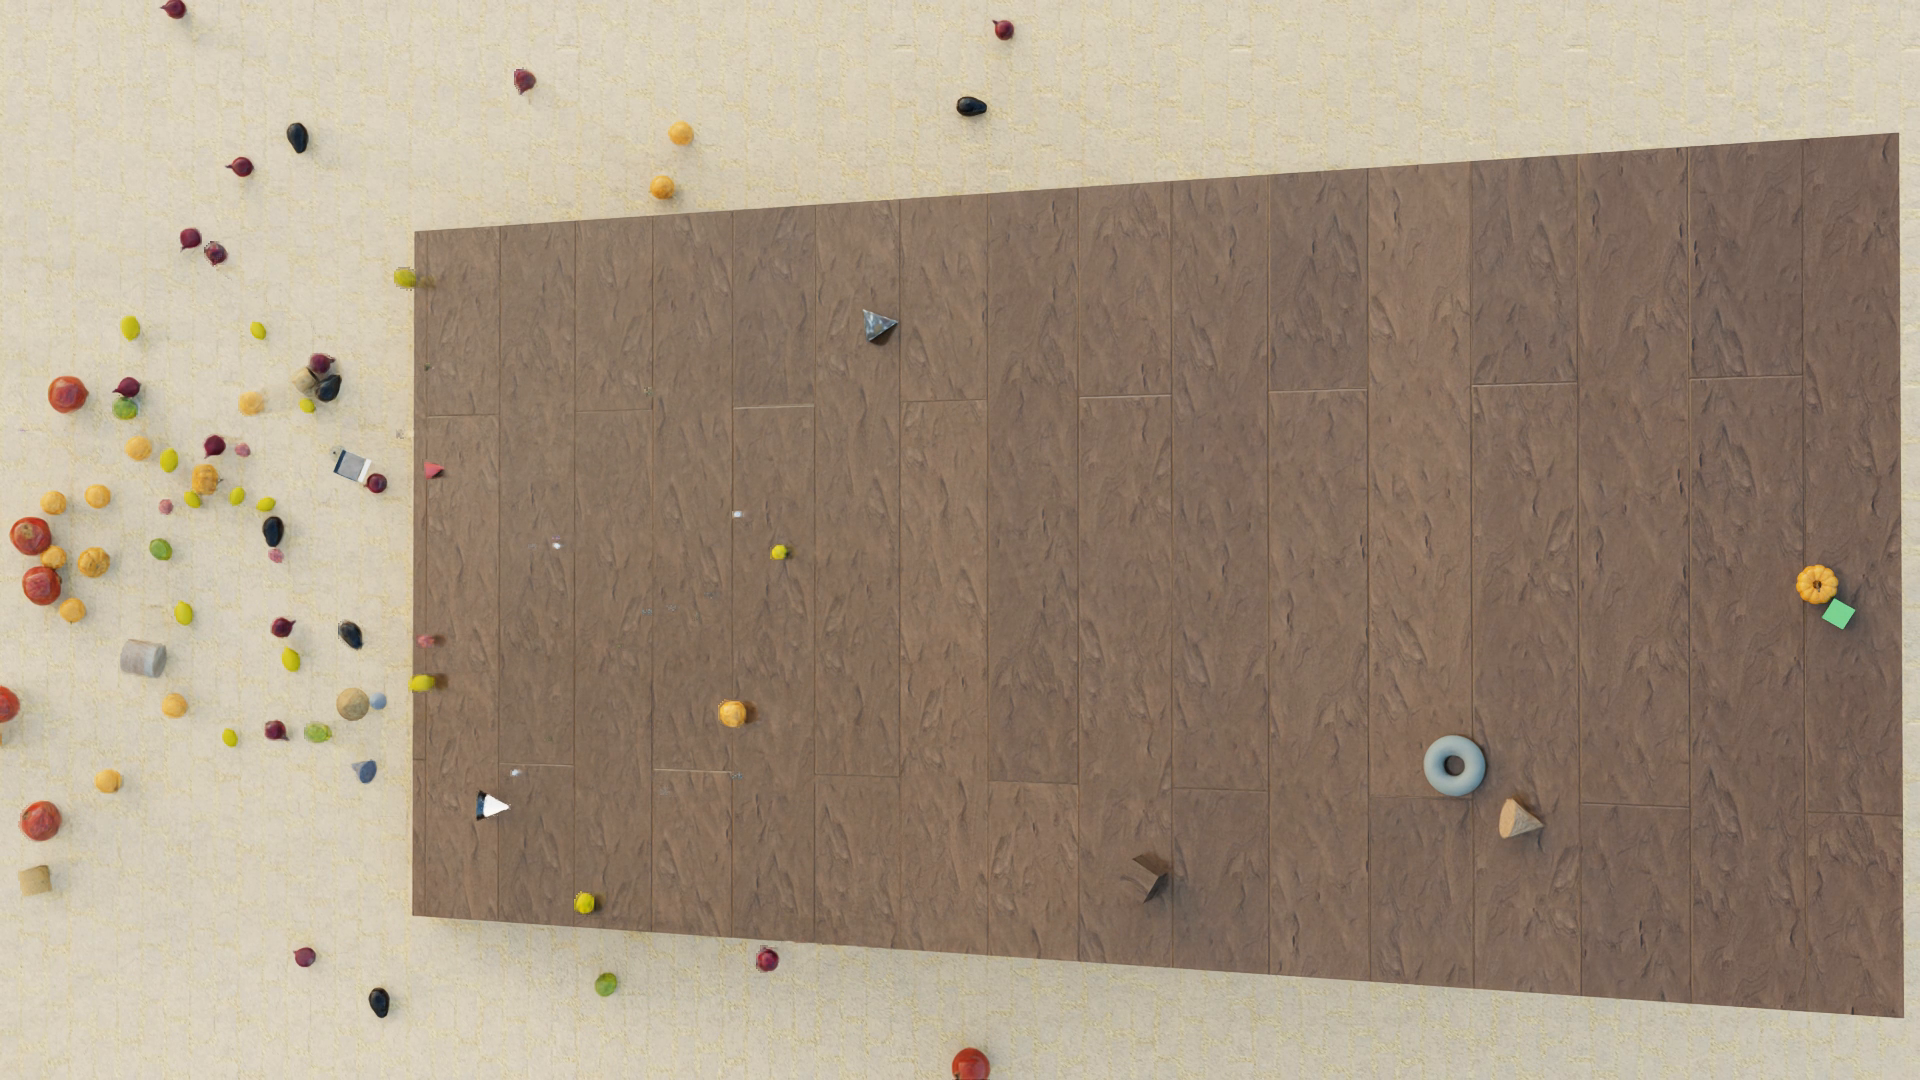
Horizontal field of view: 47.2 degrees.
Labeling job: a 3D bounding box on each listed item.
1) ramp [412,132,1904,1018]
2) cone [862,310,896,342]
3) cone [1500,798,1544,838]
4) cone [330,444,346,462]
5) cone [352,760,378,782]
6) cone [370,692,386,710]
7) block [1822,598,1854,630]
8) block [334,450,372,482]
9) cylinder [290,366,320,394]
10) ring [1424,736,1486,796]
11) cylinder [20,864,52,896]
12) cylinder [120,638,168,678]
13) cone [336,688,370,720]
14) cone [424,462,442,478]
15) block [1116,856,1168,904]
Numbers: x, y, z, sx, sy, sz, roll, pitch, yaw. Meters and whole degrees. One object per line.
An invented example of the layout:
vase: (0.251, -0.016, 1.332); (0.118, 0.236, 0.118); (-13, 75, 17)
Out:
ramp: (0.282, 0.087, 5.741); (4.000, 0.100, 2.000); (0, 89, 21)
cone: (-0.209, -0.577, 5.867); (0.091, 0.091, 0.091); (-8, 89, -5)
cone: (1.349, 0.671, 5.238); (0.095, 0.095, 0.095); (11, 89, -6)
cone: (-1.844, -0.257, 6.495); (0.055, 0.055, 0.055); (0, 89, 0)
cone: (-1.774, 0.672, 6.495); (0.071, 0.071, 0.071); (18, 89, 27)
cone: (-1.723, 0.476, 6.487); (0.052, 0.052, 0.052); (0, 89, 0)
block: (1.992, 0.167, 4.987); (0.051, 0.051, 0.051); (33, 101, 19)
block: (-1.792, -0.218, 6.486); (0.072, 0.072, 0.072); (23, 89, 0)
cylinder: (-1.935, -0.471, 6.497); (0.058, 0.058, 0.058); (-38, 89, 0)
ring: (1.191, 0.544, 5.299); (0.147, 0.049, 0.147); (0, 90, 21)
cylinder: (-2.718, 1.002, 6.468); (0.077, 0.077, 0.077); (-12, 89, 0)
cylinder: (-2.400, 0.347, 6.465); (0.099, 0.099, 0.099); (9, 89, 0)
cone: (-1.798, 0.486, 6.464); (0.099, 0.099, 0.099); (0, 89, 0)
cone: (-1.523, -0.206, 6.387); (0.052, 0.052, 0.052); (-8, 89, -6)
block: (0.460, 0.858, 5.564); (0.081, 0.081, 0.081); (33, 101, 19)
